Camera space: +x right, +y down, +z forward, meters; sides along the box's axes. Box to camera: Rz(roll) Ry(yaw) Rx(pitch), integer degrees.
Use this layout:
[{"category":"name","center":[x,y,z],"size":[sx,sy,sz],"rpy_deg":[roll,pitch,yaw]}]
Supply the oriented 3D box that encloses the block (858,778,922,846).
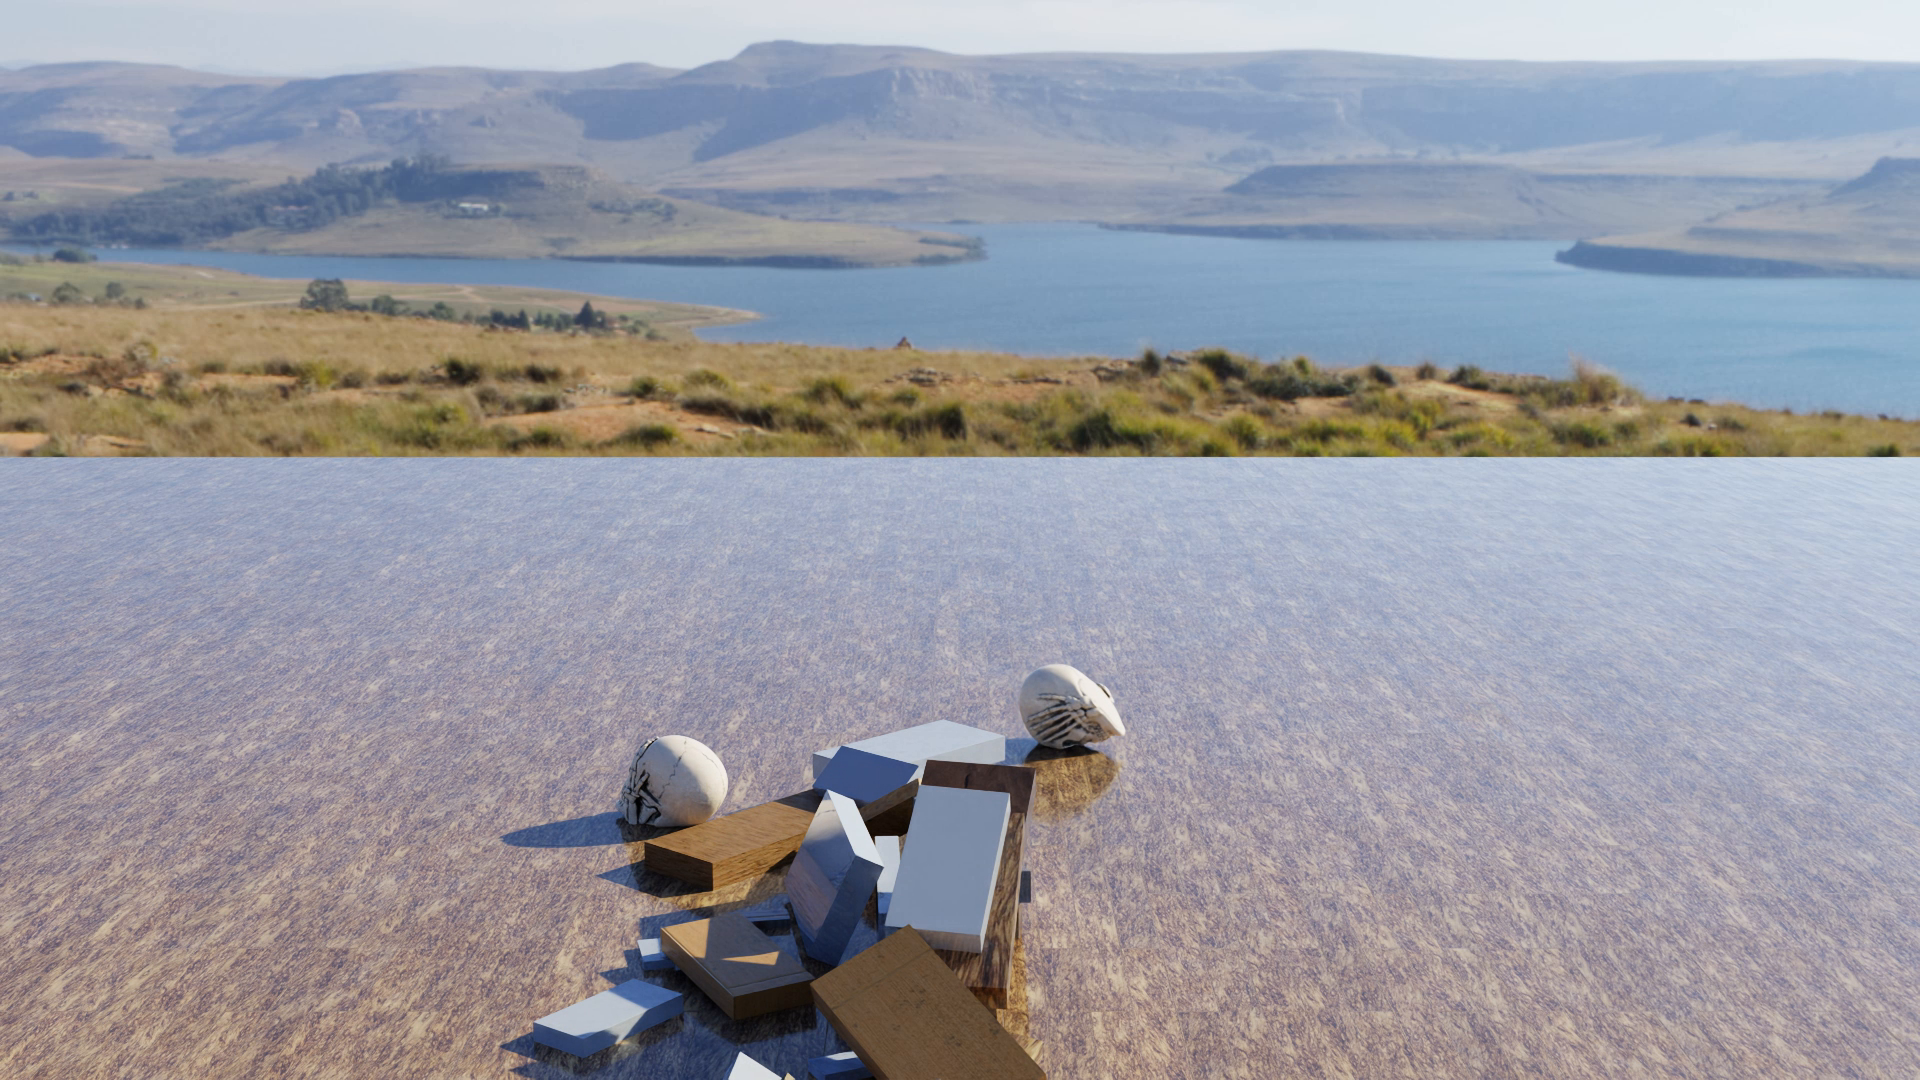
[{"category":"block","center":[-0.110,0.476,3.818],"size":[0.199,0.028,0.099],"rpy_deg":[-31,-38,30]}]

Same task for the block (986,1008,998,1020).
[{"category":"block","center":[0.001,0.663,3.090],"size":[0.099,0.028,0.197],"rpy_deg":[0,-1,0]}]

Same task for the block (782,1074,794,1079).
[{"category":"block","center":[-0.195,0.732,2.600],"size":[0.122,0.035,0.244],"rpy_deg":[43,12,-2]}]

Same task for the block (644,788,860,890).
[{"category":"block","center":[-0.271,0.510,3.968],"size":[0.172,0.049,0.633],"rpy_deg":[9,14,40]}]

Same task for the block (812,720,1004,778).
[{"category":"block","center":[-0.095,0.415,4.211],"size":[0.344,0.049,0.172],"rpy_deg":[-10,15,-44]}]

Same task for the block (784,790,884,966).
[{"category":"block","center":[-0.204,0.532,3.499],"size":[0.049,0.172,0.344],"rpy_deg":[24,5,-14]}]

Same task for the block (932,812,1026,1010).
[{"category":"block","center":[0.000,0.509,3.064],"size":[0.158,0.045,0.316],"rpy_deg":[2,40,6]}]

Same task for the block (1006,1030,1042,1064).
[{"category":"block","center":[0.023,0.702,2.846],"size":[0.099,0.028,0.197],"rpy_deg":[11,27,23]}]

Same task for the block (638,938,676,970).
[{"category":"block","center":[-0.468,0.636,3.383],"size":[0.047,0.013,0.095],"rpy_deg":[-3,11,-14]}]

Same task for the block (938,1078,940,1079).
[{"category":"block","center":[-0.091,0.724,2.541],"size":[0.139,0.039,0.277],"rpy_deg":[-21,10,8]}]

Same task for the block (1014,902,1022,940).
[{"category":"block","center":[0.008,0.574,3.325],"size":[0.167,0.047,0.335],"rpy_deg":[-1,-8,2]}]

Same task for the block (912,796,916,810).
[{"category":"block","center":[0.008,0.464,3.627],"size":[0.126,0.036,0.253],"rpy_deg":[-1,6,-12]}]

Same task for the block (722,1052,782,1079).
[{"category":"block","center":[-0.251,0.727,2.649],"size":[0.122,0.035,0.305],"rpy_deg":[33,12,-2]}]

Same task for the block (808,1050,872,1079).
[{"category":"block","center":[-0.142,0.711,2.976],"size":[0.113,0.016,0.056],"rpy_deg":[-5,12,-26]}]

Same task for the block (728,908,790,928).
[{"category":"block","center":[-0.322,0.609,3.528],"size":[0.095,0.013,0.047],"rpy_deg":[-2,11,-11]}]

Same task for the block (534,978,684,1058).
[{"category":"block","center":[-0.498,0.677,3.122],"size":[0.099,0.028,0.198],"rpy_deg":[8,13,36]}]

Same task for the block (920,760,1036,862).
[{"category":"block","center":[0.008,0.455,3.223],"size":[0.167,0.047,0.335],"rpy_deg":[4,35,8]}]

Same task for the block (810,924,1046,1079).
[{"category":"block","center":[-0.043,0.642,2.831],"size":[0.158,0.045,0.316],"rpy_deg":[-28,43,-22]}]

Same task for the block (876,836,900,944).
[{"category":"block","center":[-0.109,0.575,3.388],"size":[0.037,0.131,0.356],"rpy_deg":[-1,11,-3]}]

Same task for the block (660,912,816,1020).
[{"category":"block","center":[-0.333,0.633,3.281],"size":[0.131,0.037,0.263],"rpy_deg":[-7,17,-30]}]

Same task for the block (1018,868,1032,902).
[{"category":"block","center":[0.018,0.547,3.507],"size":[0.167,0.047,0.335],"rpy_deg":[0,-7,-2]}]

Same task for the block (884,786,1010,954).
[{"category":"block","center":[-0.015,0.455,3.066],"size":[0.131,0.037,0.263],"rpy_deg":[4,40,9]}]

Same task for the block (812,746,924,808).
[{"category":"block","center":[-0.166,0.438,3.995],"size":[0.198,0.028,0.099],"rpy_deg":[9,52,41]}]
